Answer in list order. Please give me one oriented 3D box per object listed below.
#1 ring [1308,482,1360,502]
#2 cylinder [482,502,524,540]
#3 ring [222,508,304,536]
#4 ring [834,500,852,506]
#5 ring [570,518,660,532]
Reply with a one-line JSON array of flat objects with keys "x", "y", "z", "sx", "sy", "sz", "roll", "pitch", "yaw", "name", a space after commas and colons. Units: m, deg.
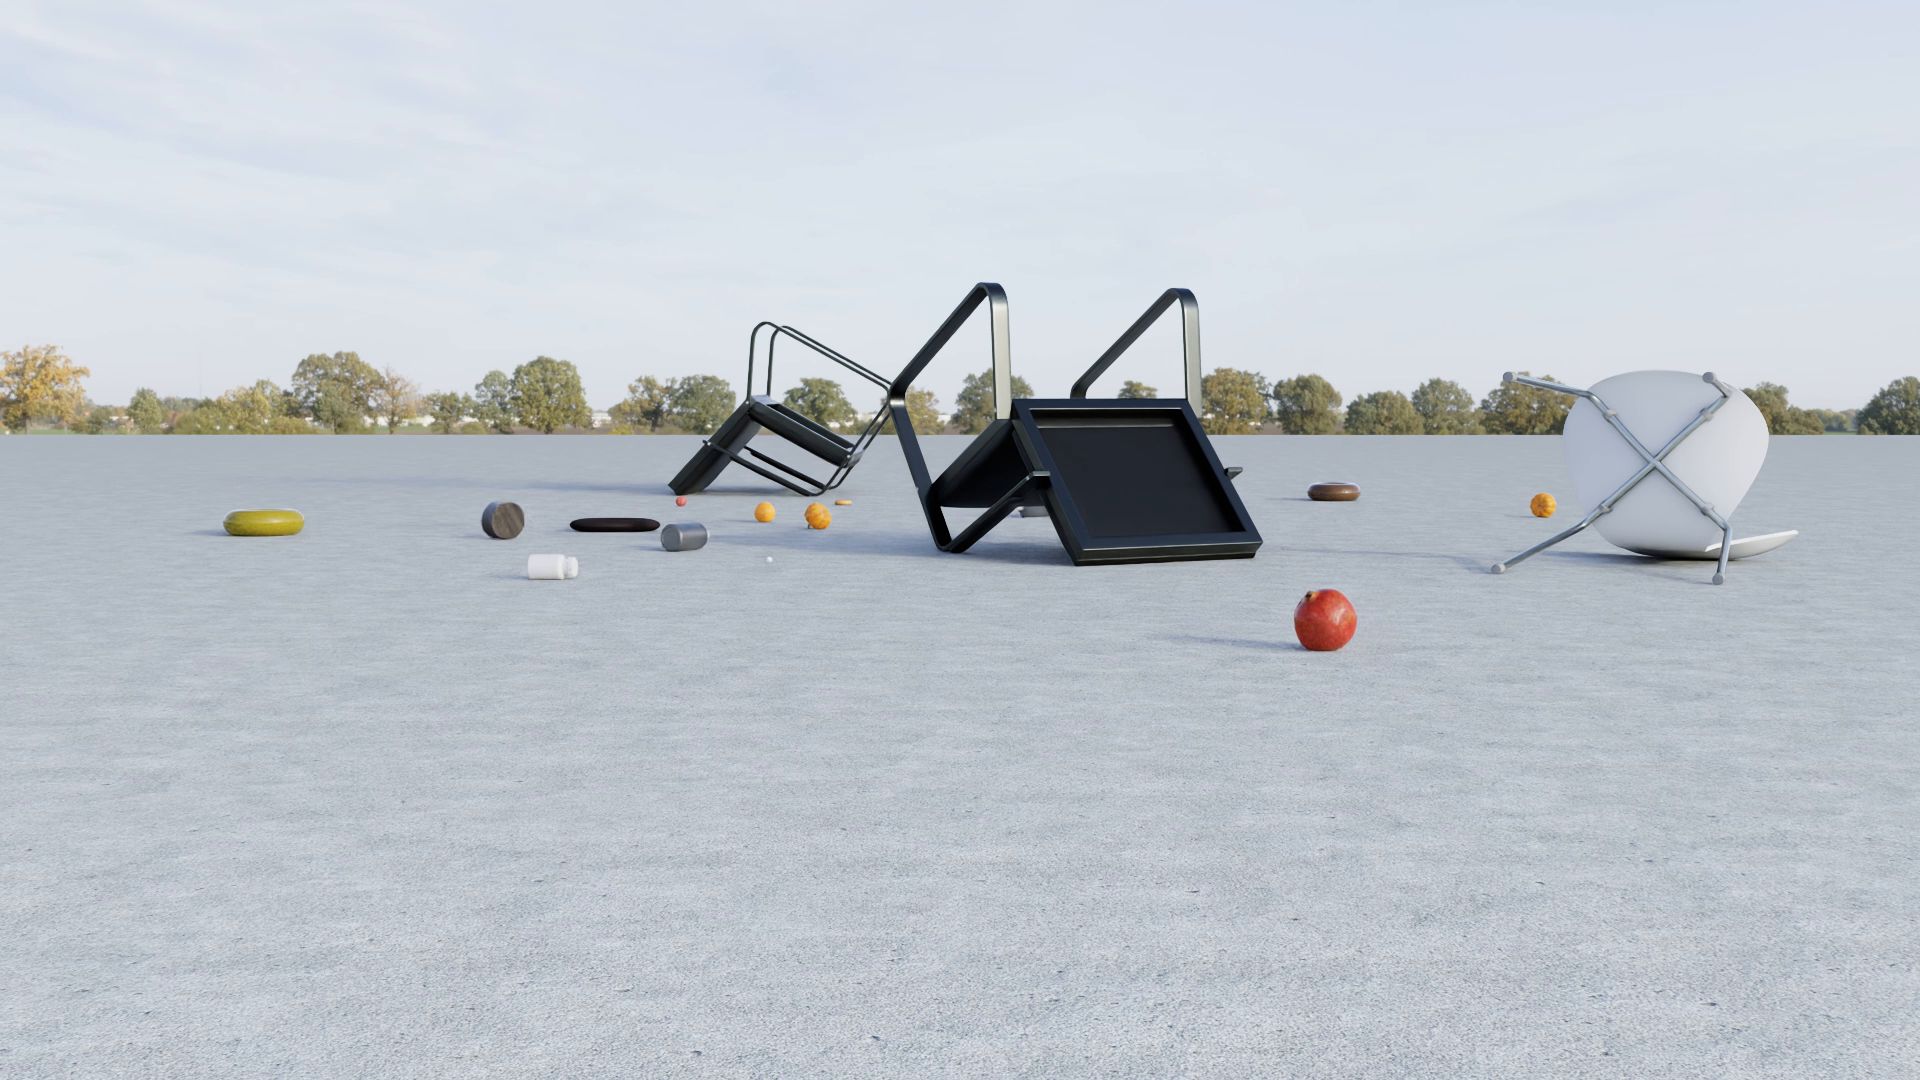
[{"x": 1.508, "y": -0.194, "z": 8.870, "sx": 0.214, "sy": 0.071, "sz": 0.215, "roll": -5, "pitch": 8, "yaw": -44, "name": "ring"}, {"x": -1.368, "y": -0.060, "z": 6.586, "sx": 0.113, "sy": 0.111, "sz": 0.063, "roll": -38, "pitch": 26, "yaw": -32, "name": "cylinder"}, {"x": -2.145, "y": -0.055, "z": 6.779, "sx": 0.240, "sy": 0.080, "sz": 0.242, "roll": 3, "pitch": 4, "yaw": 45, "name": "ring"}, {"x": -0.453, "y": -0.146, "z": 8.521, "sx": 0.068, "sy": 0.021, "sz": 0.061, "roll": 0, "pitch": 5, "yaw": -15, "name": "ring"}, {"x": -1.091, "y": -0.047, "z": 6.953, "sx": 0.285, "sy": 0.040, "sz": 0.152, "roll": 0, "pitch": 5, "yaw": -6, "name": "ring"}]
